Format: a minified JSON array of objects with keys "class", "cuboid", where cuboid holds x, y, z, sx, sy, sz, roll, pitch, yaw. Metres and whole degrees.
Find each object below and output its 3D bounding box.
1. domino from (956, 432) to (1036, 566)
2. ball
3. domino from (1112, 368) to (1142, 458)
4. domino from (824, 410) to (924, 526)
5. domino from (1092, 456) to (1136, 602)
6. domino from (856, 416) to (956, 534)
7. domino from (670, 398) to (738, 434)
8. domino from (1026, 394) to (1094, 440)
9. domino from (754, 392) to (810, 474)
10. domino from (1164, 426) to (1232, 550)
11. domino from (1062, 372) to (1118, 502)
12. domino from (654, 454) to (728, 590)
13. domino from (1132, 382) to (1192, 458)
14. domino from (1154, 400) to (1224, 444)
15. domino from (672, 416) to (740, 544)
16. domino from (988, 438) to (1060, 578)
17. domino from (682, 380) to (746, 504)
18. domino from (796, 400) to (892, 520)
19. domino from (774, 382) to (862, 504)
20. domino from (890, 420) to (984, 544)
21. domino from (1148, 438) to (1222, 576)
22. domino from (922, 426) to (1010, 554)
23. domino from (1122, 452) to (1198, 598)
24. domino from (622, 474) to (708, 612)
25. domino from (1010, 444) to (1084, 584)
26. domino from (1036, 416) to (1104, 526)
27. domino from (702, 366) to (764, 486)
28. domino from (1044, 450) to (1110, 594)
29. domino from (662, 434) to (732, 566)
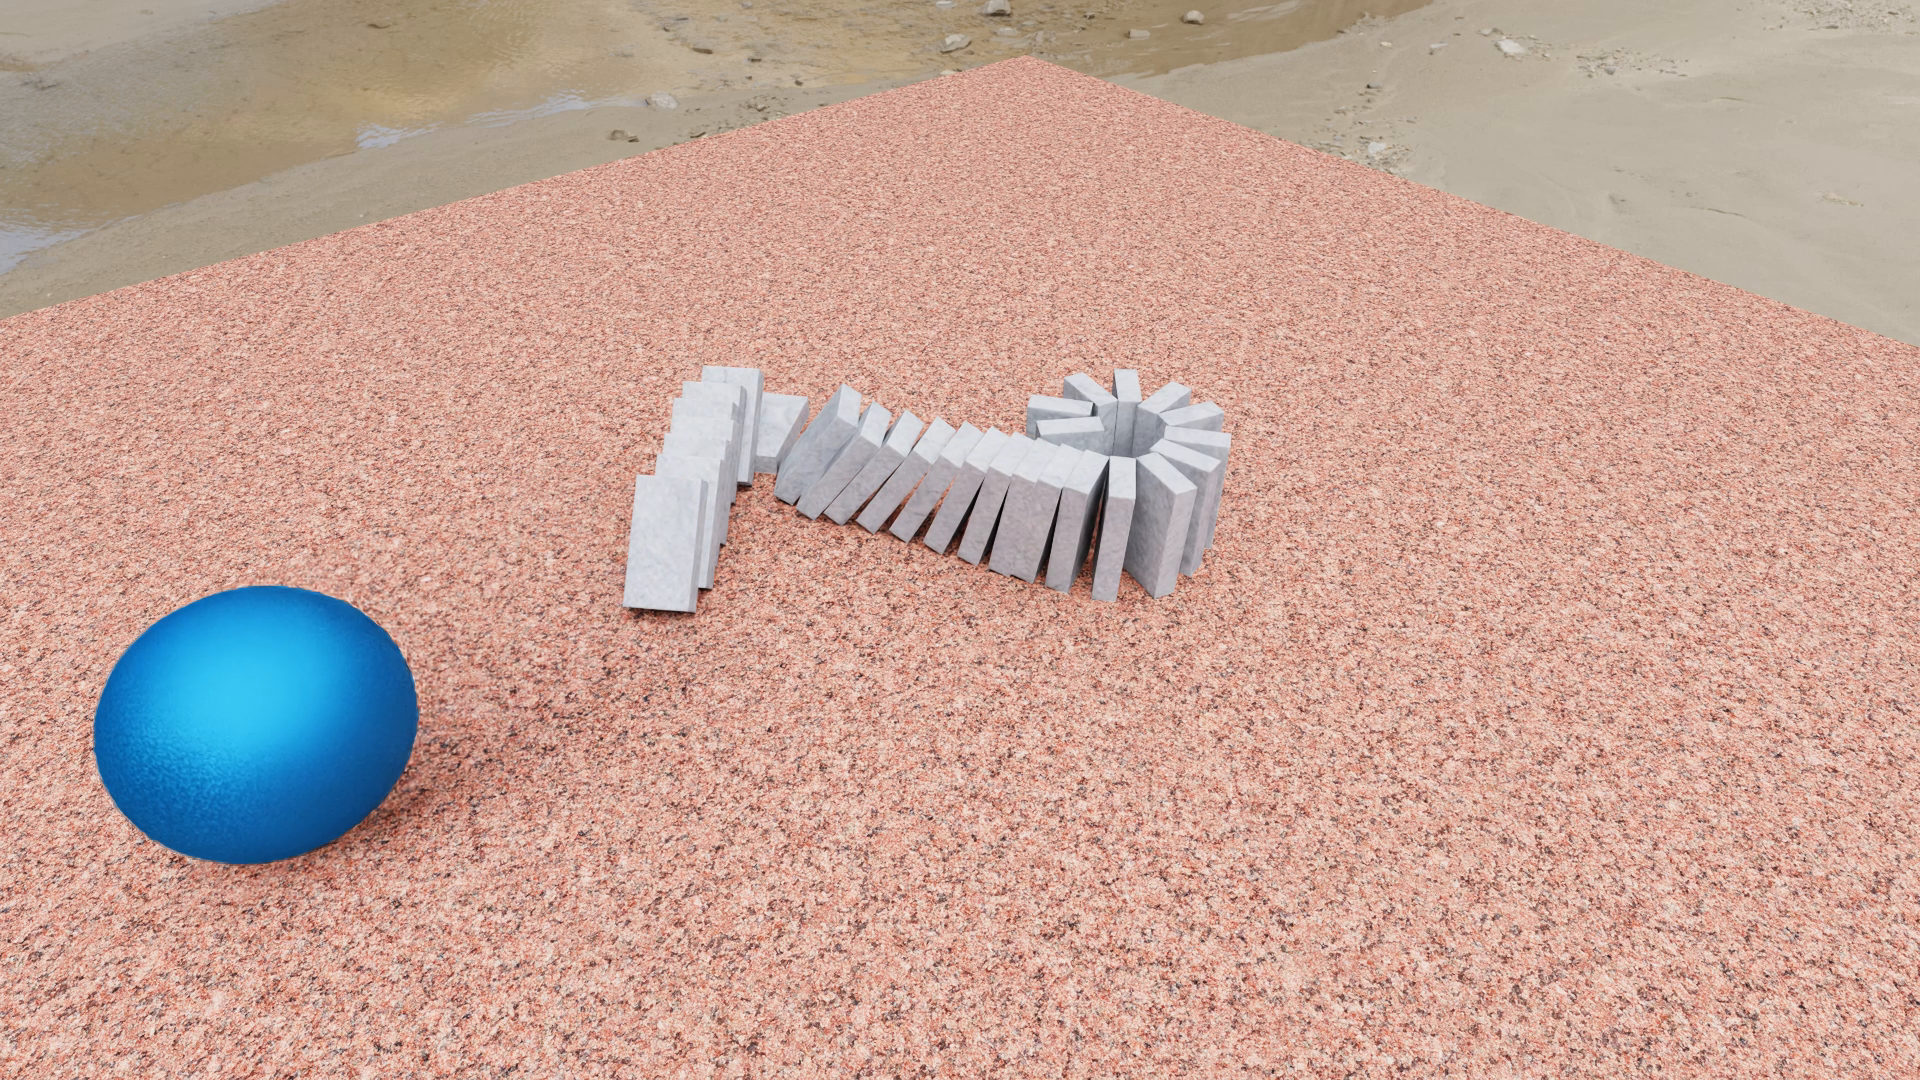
[{"class":"domino","cuboid":[0.014,-0.016,0.430,0.010,0.050,0.025,28,45,8]},{"class":"ball","cuboid":[-0.203,0.053,0.323,0.080,0.080,0.080,0,39,0]},{"class":"domino","cuboid":[0.069,-0.044,0.465,0.010,0.050,0.025,1,39,2]},{"class":"domino","cuboid":[-0.035,-0.029,0.450,0.010,0.050,0.025,37,40,-12]},{"class":"domino","cuboid":[0.058,-0.004,0.416,0.009,0.050,0.025,7,40,4]},{"class":"domino","cuboid":[-0.022,-0.026,0.445,0.010,0.050,0.025,38,43,-7]},{"class":"domino","cuboid":[-0.108,-0.033,0.458,0.025,0.010,0.050,4,84,5]},{"class":"domino","cuboid":[0.040,-0.035,0.454,0.025,0.050,0.009,9,40,11]},{"class":"domino","cuboid":[-0.088,-0.050,0.504,0.025,0.010,0.050,7,40,8]},{"class":"domino","cuboid":[0.091,-0.020,0.436,0.025,0.050,0.009,8,40,10]},{"class":"domino","cuboid":[0.053,-0.042,0.463,0.010,0.050,0.025,-20,43,-22]},{"class":"domino","cuboid":[-0.107,-0.007,0.426,0.025,0.009,0.050,5,84,5]},{"class":"domino","cuboid":[0.082,-0.038,0.458,0.009,0.050,0.025,29,48,31]},{"class":"domino","cuboid":[0.091,-0.031,0.449,0.025,0.050,0.009,-15,41,-17]},{"class":"domino","cuboid":[-0.106,-0.024,0.447,0.025,0.010,0.050,5,84,5]},{"class":"domino","cuboid":[0.025,-0.012,0.426,0.009,0.050,0.025,24,44,12]},{"class":"domino","cuboid":[-0.107,-0.041,0.469,0.025,0.009,0.050,4,84,5]},{"class":"domino","cuboid":[-0.048,-0.032,0.455,0.009,0.050,0.025,34,37,-17]},{"class":"domino","cuboid":[-0.060,-0.040,0.464,0.010,0.050,0.025,31,33,-22]},{"class":"domino","cuboid":[-0.010,-0.023,0.440,0.009,0.050,0.025,35,44,-2]},{"class":"domino","cuboid":[0.084,-0.012,0.426,0.025,0.050,0.010,25,44,27]},{"class":"domino","cuboid":[0.003,-0.019,0.435,0.010,0.050,0.025,33,45,3]},{"class":"domino","cuboid":[0.074,-0.005,0.417,0.010,0.050,0.025,-16,43,-23]},{"class":"domino","cuboid":[-0.111,0.001,0.416,0.025,0.010,0.050,4,84,5]},{"class":"domino","cuboid":[0.033,-0.010,0.423,0.009,0.050,0.025,24,44,12]},{"class":"domino","cuboid":[0.043,-0.025,0.442,0.025,0.050,0.009,-5,40,-6]},{"class":"domino","cuboid":[-0.101,-0.050,0.479,0.025,0.009,0.050,4,82,5]},{"class":"domino","cuboid":[0.044,-0.007,0.419,0.009,0.050,0.025,20,43,15]},{"class":"domino","cuboid":[-0.107,-0.016,0.437,0.025,0.010,0.050,6,84,5]}]
